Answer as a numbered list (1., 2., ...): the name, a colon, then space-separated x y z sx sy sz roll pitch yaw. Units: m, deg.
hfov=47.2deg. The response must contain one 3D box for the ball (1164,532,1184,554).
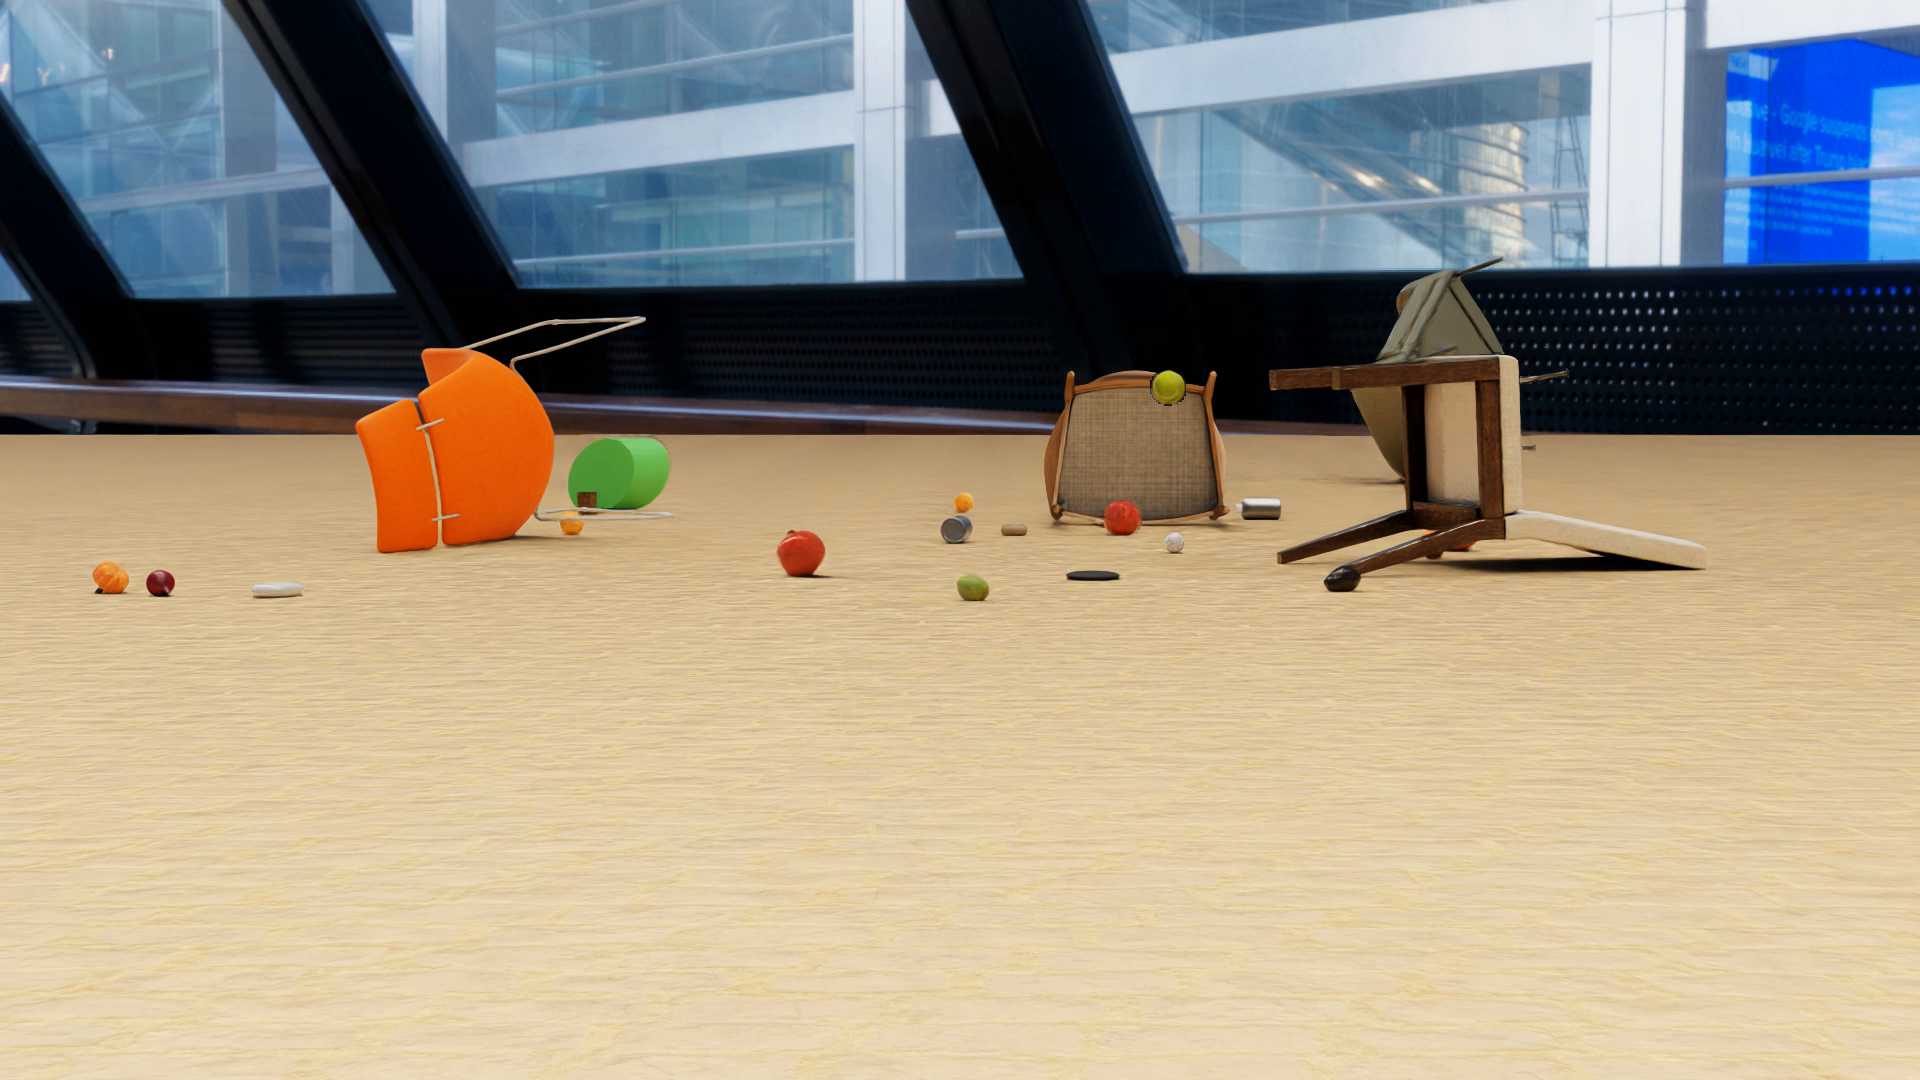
1. ball: 0.587 0.008 6.022 0.057 0.057 0.057 0 4 0

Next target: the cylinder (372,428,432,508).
1. cylinder: -2.122 -0.276 8.355 0.210 0.222 0.240 11 25 -23

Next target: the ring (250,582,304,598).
1. ring: -1.478 0.108 4.765 0.116 0.029 0.089 -3 4 -44

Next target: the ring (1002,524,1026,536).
1. ring: 0.166 -0.030 6.752 0.080 0.033 0.083 -2 5 -13

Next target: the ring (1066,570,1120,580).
1. ring: 0.315 0.084 5.208 0.125 0.016 0.137 3 5 33

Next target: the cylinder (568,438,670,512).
1. cylinder: -1.247 -0.238 8.035 0.318 0.243 0.222 -37 -13 24

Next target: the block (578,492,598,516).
1. block: -1.328 -0.129 7.835 0.050 0.081 0.054 1 4 17
